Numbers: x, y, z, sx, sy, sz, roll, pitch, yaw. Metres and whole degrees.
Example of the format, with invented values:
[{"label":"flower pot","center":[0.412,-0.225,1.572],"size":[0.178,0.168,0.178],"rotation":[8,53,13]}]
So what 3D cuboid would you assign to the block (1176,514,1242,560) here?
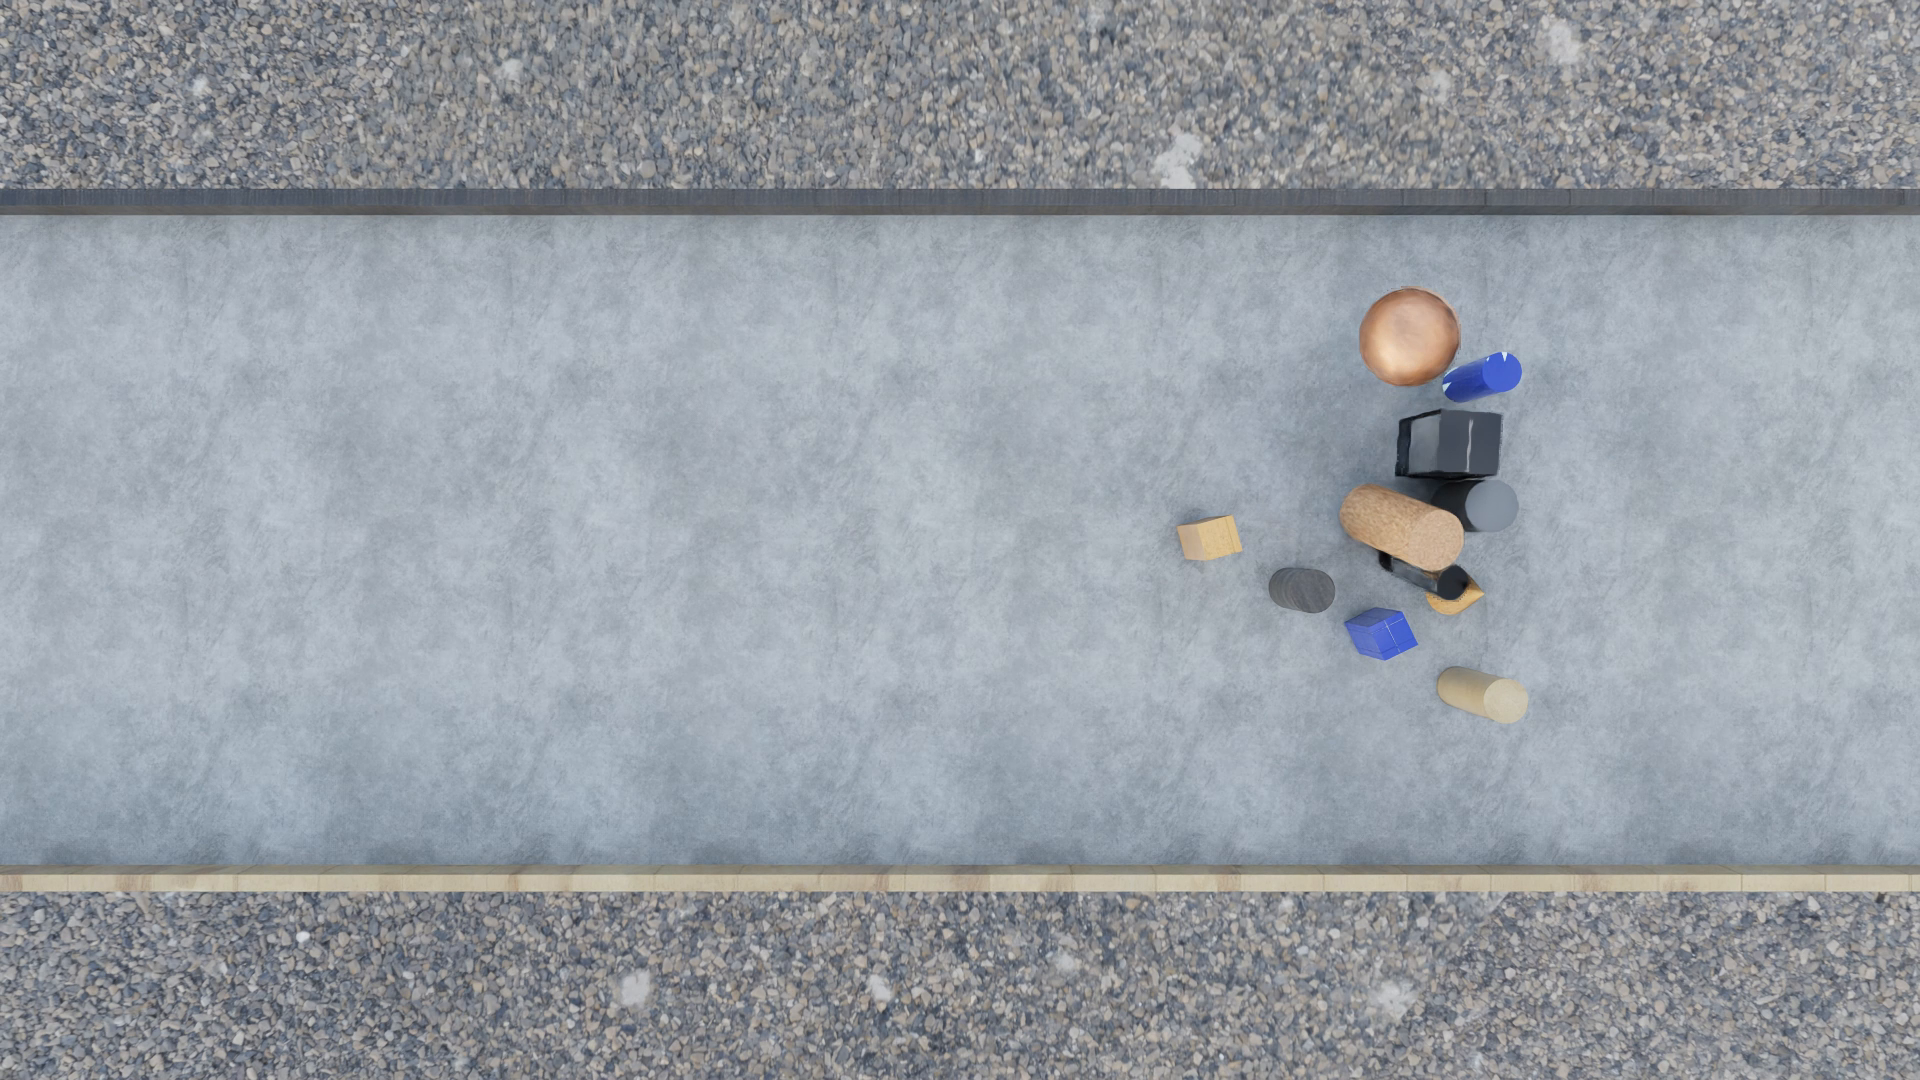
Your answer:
[{"label":"block","center":[0.731,-0.006,4.860],"size":[0.106,0.432,0.106],"rotation":[-15,90,0]}]

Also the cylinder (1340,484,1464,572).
[{"label":"cylinder","center":[1.297,-0.042,4.865],"size":[0.178,0.384,0.178],"rotation":[-4,105,-17]}]

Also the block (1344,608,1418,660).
[{"label":"block","center":[1.254,0.278,4.923],"size":[0.108,0.307,0.108],"rotation":[-26,90,0]}]

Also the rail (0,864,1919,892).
[{"label":"rail","center":[-2.247,1.025,5.001],"size":[12.000,0.150,0.050],"rotation":[0,90,0]}]

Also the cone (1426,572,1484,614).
[{"label":"cone","center":[1.508,0.155,4.907],"size":[0.151,0.340,0.151],"rotation":[0,90,0]}]

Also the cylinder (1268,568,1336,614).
[{"label":"cylinder","center":[1.013,0.147,4.903],"size":[0.127,0.347,0.127],"rotation":[0,90,0]}]

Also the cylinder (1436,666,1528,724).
[{"label":"cylinder","center":[1.530,0.451,4.848],"size":[0.126,0.457,0.126],"rotation":[0,90,0]}]

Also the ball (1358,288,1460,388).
[{"label":"ball","center":[1.302,-0.587,4.789],"size":[0.284,0.284,0.284],"rotation":[0,90,0]}]

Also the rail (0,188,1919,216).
[{"label":"rail","center":[-2.247,-1.025,5.002],"size":[12.000,0.150,0.050],"rotation":[0,90,0]}]

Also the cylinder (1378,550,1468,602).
[{"label":"cylinder","center":[1.378,0.084,4.916],"size":[0.107,0.304,0.107],"rotation":[-6,108,-18]}]

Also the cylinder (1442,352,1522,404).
[{"label":"cylinder","center":[1.541,-0.478,4.882],"size":[0.113,0.389,0.113],"rotation":[0,90,0]}]

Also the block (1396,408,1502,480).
[{"label":"block","center":[1.436,-0.277,4.868],"size":[0.175,0.414,0.175],"rotation":[5,90,-1]}]

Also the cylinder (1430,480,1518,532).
[{"label":"cylinder","center":[1.527,-0.100,4.909],"size":[0.154,0.332,0.154],"rotation":[0,91,-1]}]
